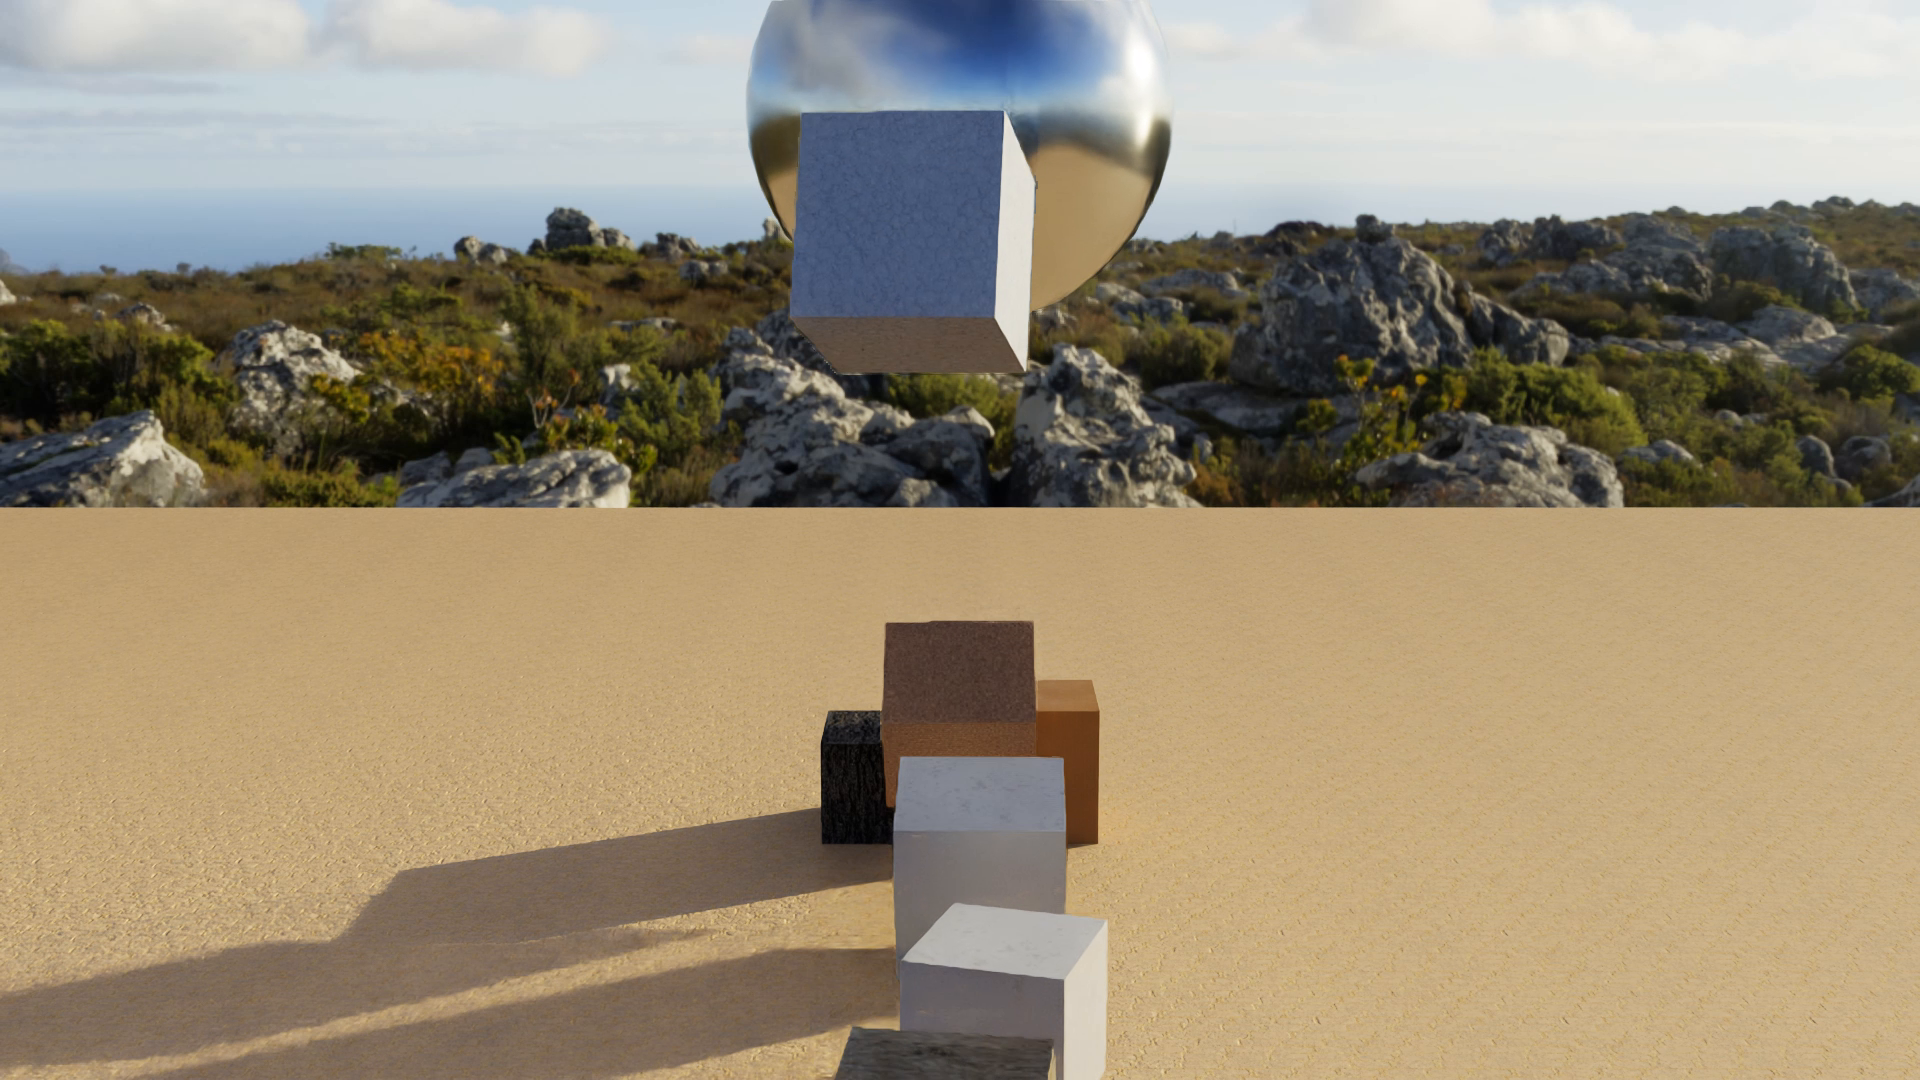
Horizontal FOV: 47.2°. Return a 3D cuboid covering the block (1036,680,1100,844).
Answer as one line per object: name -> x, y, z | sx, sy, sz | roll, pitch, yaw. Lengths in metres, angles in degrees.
block -> 0.304, 1.138, 11.375 | 0.788, 0.691, 0.650 | 0, 10, 0

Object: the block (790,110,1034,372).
block -> -0.130, -0.901, 6.759 | 0.611, 0.630, 0.641 | 1, -10, 10

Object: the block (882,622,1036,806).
block -> 0.001, 0.836, 10.562 | 0.711, 0.627, 0.631 | 0, 46, 1

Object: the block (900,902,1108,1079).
block -> 0.172, 1.768, 8.156 | 0.610, 0.602, 0.637 | 3, 11, 17

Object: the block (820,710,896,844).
block -> -0.399, 1.221, 11.386 | 0.600, 0.525, 0.656 | 0, 10, 0

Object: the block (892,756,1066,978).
block -> 0.090, 1.407, 9.483 | 0.714, 0.720, 0.638 | 0, 23, 1

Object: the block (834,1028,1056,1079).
block -> -0.059, 1.952, 6.659 | 0.636, 0.663, 0.618 | 2, 22, 8

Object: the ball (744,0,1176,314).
ball -> 0.000, -1.604, 8.207 | 1.600, 1.600, 1.600 | 0, 10, 0
